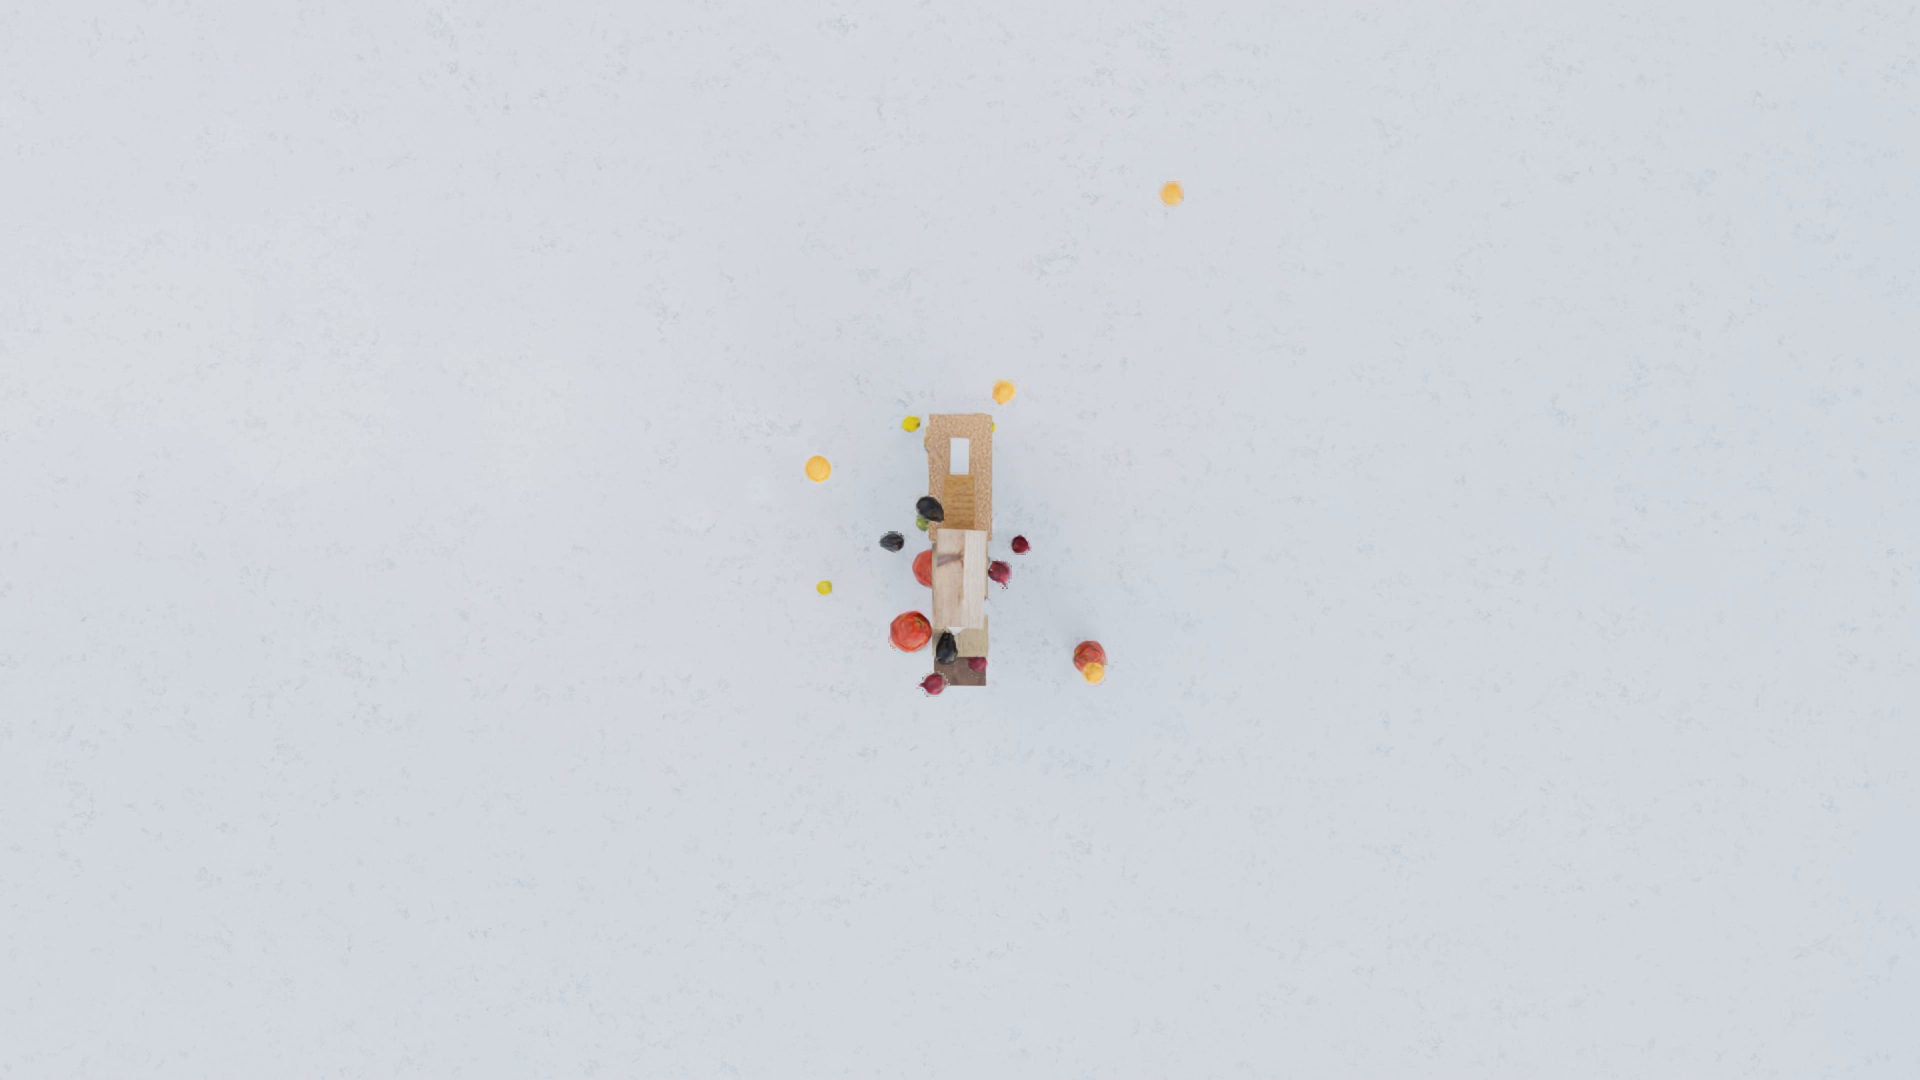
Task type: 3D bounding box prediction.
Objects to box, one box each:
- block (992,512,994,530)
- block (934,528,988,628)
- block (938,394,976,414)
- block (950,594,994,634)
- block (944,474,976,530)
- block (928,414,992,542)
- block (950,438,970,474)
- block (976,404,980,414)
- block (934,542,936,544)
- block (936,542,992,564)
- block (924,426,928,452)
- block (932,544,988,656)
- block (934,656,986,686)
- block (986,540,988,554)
[{"bbox_3d":[0.004,-0.048,4.716,0.174,0.347,0.049,0,89,0],"label":"block"},{"bbox_3d":[0.002,0.099,4.262,0.126,0.036,0.252,2,90,0],"label":"block"},{"bbox_3d":[-0.009,-0.324,5.000,0.117,0.033,0.233,-1,90,0],"label":"block"},{"bbox_3d":[0.026,0.196,4.407,0.126,0.252,0.036,-31,92,0],"label":"block"},{"bbox_3d":[-0.001,-0.090,4.319,0.081,0.023,0.162,0,90,0],"label":"block"},{"bbox_3d":[0.001,-0.170,4.518,0.174,0.049,0.347,0,90,0],"label":"block"},{"bbox_3d":[-0.001,-0.222,4.389,0.049,0.014,0.097,2,90,0],"label":"block"},{"bbox_3d":[0.000,-0.397,5.258,0.117,0.484,0.033,0,90,0],"label":"block"},{"bbox_3d":[-0.001,-0.042,4.912,0.157,0.044,0.314,0,90,0],"label":"block"},{"bbox_3d":[0.008,0.036,4.734,0.156,0.311,0.044,28,89,0],"label":"block"},{"bbox_3d":[-0.010,-0.279,4.763,0.174,0.440,0.049,4,89,0],"label":"block"},{"bbox_3d":[0.001,0.166,4.556,0.156,0.044,0.311,0,90,0],"label":"block"},{"bbox_3d":[0.001,0.277,4.926,0.157,0.044,0.314,1,90,0],"label":"block"},{"bbox_3d":[0.008,0.027,4.407,0.126,0.252,0.036,0,85,0],"label":"block"}]
